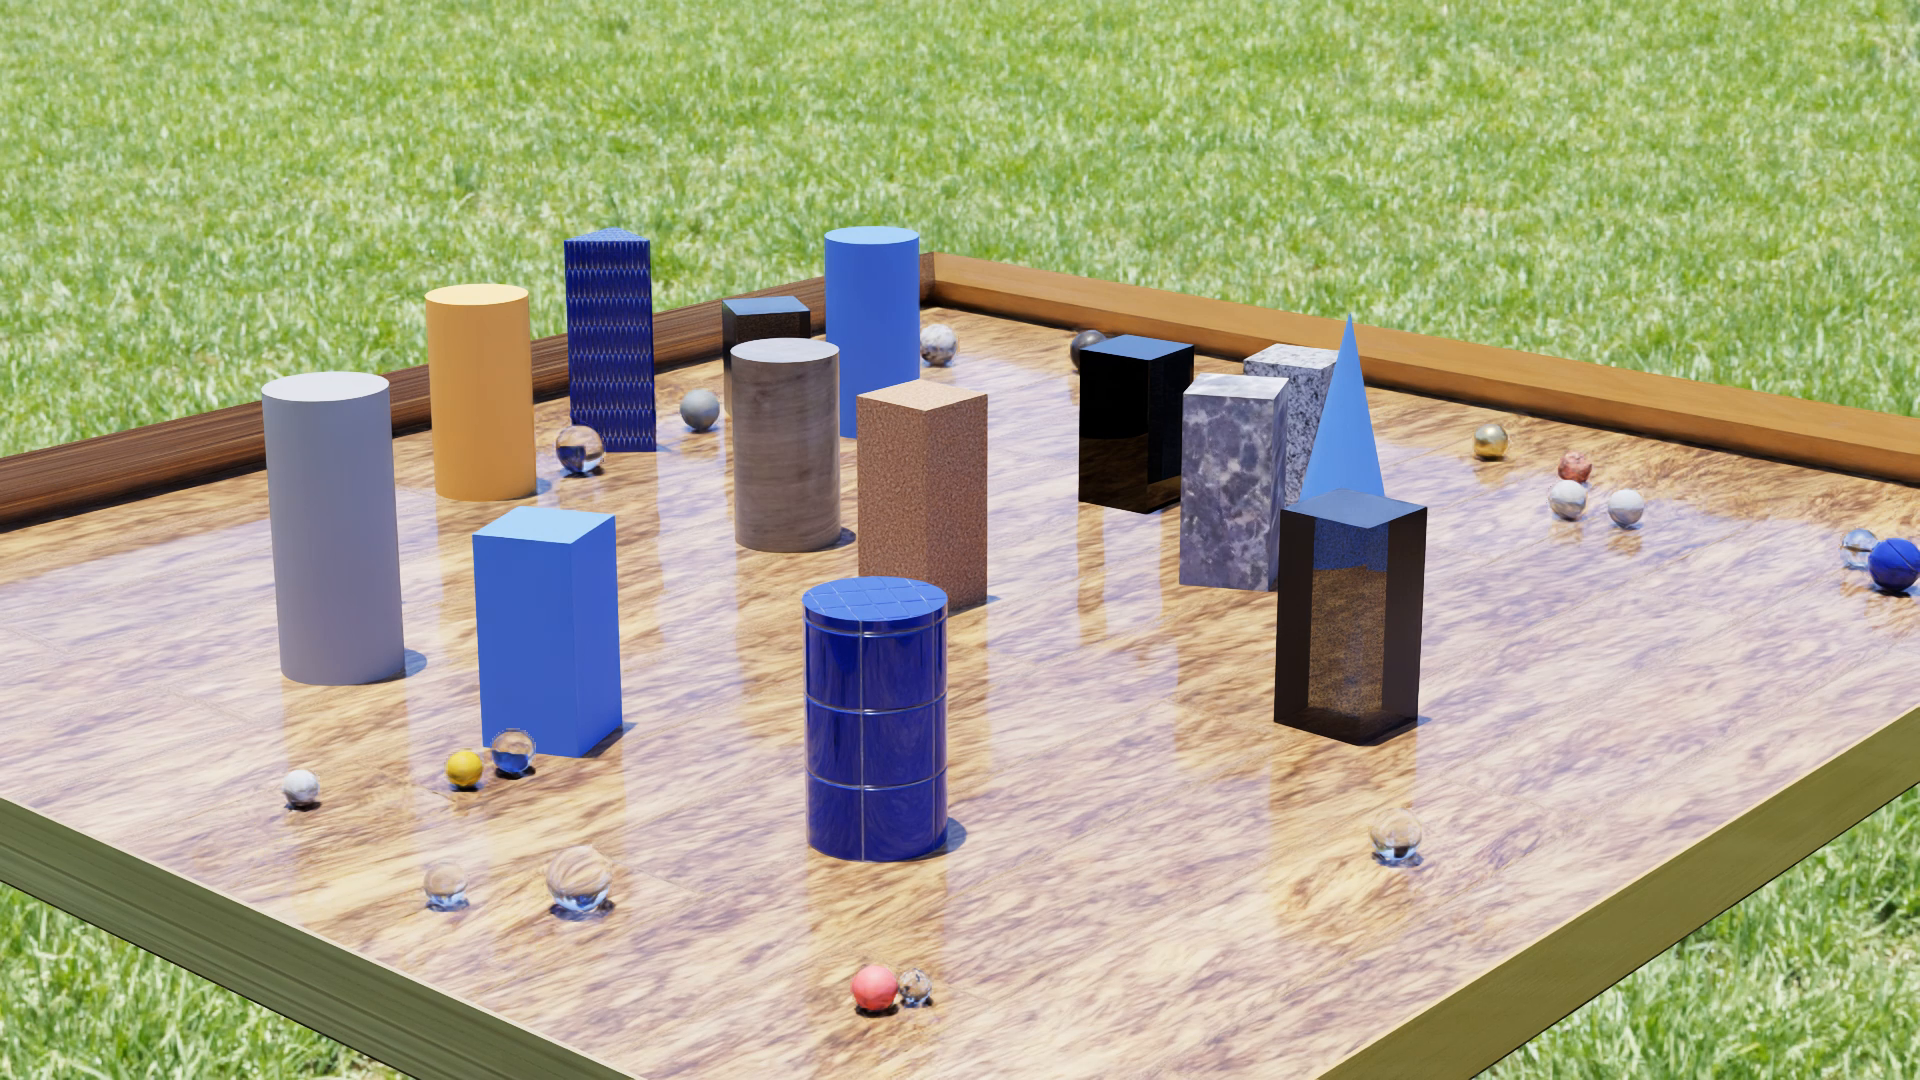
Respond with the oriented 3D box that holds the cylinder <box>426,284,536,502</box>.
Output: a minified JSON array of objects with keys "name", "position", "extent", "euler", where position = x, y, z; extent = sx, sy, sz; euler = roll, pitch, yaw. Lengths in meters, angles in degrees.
[{"name":"cylinder","position":[-0.936,-0.290,5.740],"extent":[0.198,0.390,0.198],"euler":[0,17,0]}]

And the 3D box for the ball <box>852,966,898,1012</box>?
[{"name":"ball","position":[-0.103,0.543,3.555],"extent":[0.055,0.055,0.055],"euler":[0,17,0]}]

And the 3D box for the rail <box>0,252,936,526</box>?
[{"name":"rail","position":[-1.226,-0.275,6.139],"extent":[0.045,0.129,3.589],"euler":[14,22,39]}]

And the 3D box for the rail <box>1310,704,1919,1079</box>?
[{"name":"rail","position":[1.226,0.339,4.101],"extent":[0.045,0.129,3.589],"euler":[14,22,39]}]

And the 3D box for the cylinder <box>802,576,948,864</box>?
[{"name":"cylinder","position":[-0.116,0.245,4.038],"extent":[0.198,0.347,0.198],"euler":[0,17,0]}]

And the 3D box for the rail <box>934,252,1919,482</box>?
[{"name":"rail","position":[1.161,-0.353,6.400],"extent":[3.293,0.129,0.045],"euler":[14,22,39]}]

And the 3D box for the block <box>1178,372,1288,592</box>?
[{"name":"block","position":[0.485,-0.104,5.194],"extent":[0.159,0.348,0.159],"euler":[5,17,15]}]

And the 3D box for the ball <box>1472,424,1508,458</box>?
[{"name":"ball","position":[1.086,-0.202,5.999],"extent":[0.072,0.072,0.072],"euler":[0,17,0]}]

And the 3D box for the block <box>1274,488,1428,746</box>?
[{"name":"block","position":[0.595,0.115,4.478],"extent":[0.159,0.343,0.159],"euler":[15,22,40]}]

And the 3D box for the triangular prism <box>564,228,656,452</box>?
[{"name":"triangular prism","position":[-0.715,-0.415,6.065],"extent":[0.172,0.442,0.149],"euler":[0,17,0]}]

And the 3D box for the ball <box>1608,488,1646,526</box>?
[{"name":"ball","position":[1.258,-0.062,5.539],"extent":[0.069,0.069,0.069],"euler":[0,17,0]}]

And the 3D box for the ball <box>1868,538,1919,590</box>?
[{"name":"ball","position":[1.643,0.042,5.151],"extent":[0.094,0.094,0.094],"euler":[0,17,0]}]

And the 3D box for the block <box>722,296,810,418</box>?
[{"name":"block","position":[-0.416,-0.385,6.310],"extent":[0.159,0.244,0.159],"euler":[-5,17,-15]}]

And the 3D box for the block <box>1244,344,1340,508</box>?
[{"name":"block","position":[0.647,-0.211,5.646],"extent":[0.159,0.293,0.159],"euler":[9,19,28]}]

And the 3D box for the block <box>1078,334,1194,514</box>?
[{"name":"block","position":[0.341,-0.225,5.676],"extent":[0.159,0.303,0.159],"euler":[12,21,35]}]

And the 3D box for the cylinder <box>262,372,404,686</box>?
[{"name":"cylinder","position":[-1.004,-0.019,4.707],"extent":[0.198,0.468,0.198],"euler":[0,17,0]}]

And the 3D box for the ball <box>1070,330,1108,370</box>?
[{"name":"ball","position":[0.300,-0.431,6.711],"extent":[0.099,0.099,0.099],"euler":[0,17,0]}]

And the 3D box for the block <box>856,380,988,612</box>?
[{"name":"block","position":[-0.064,-0.072,5.053],"extent":[0.159,0.369,0.159],"euler":[14,22,39]}]

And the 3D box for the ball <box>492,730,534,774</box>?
[{"name":"ball","position":[-0.658,0.311,4.311],"extent":[0.063,0.063,0.063],"euler":[0,17,0]}]

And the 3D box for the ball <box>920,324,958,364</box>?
[{"name":"ball","position":[-0.052,-0.453,6.795],"extent":[0.094,0.094,0.094],"euler":[0,17,0]}]

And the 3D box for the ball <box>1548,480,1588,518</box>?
[{"name":"ball","position":[1.158,-0.078,5.587],"extent":[0.073,0.073,0.073],"euler":[0,17,0]}]

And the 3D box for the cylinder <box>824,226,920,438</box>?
[{"name":"cylinder","position":[-0.184,-0.438,6.188],"extent":[0.198,0.416,0.198],"euler":[0,17,0]}]

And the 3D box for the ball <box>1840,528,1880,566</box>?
[{"name":"ball","position":[1.624,0.014,5.288],"extent":[0.069,0.069,0.069],"euler":[0,17,0]}]

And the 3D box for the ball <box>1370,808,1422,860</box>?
[{"name":"ball","position":[0.595,0.401,3.999],"extent":[0.071,0.071,0.071],"euler":[0,17,0]}]

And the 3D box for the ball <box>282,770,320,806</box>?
[{"name":"ball","position":[-0.941,0.354,4.186],"extent":[0.053,0.053,0.053],"euler":[0,17,0]}]

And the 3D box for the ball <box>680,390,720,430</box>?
[{"name":"ball","position":[-0.552,-0.278,6.229],"extent":[0.085,0.085,0.085],"euler":[0,17,0]}]

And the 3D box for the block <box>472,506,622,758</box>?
[{"name":"block","position":[-0.620,0.137,4.420],"extent":[0.159,0.335,0.159],"euler":[5,18,17]}]

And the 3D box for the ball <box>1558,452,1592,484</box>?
[{"name":"ball","position":[1.217,-0.142,5.810],"extent":[0.066,0.066,0.066],"euler":[0,17,0]}]

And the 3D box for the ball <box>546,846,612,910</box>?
[{"name":"ball","position":[-0.499,0.442,3.837],"extent":[0.086,0.086,0.086],"euler":[0,17,0]}]

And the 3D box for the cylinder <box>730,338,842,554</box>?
[{"name":"cylinder","position":[-0.320,-0.176,5.416],"extent":[0.198,0.359,0.198],"euler":[0,17,0]}]

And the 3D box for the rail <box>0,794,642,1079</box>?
[{"name":"rail","position":[-1.161,0.418,3.839],"extent":[3.293,0.129,0.045],"euler":[14,22,39]}]

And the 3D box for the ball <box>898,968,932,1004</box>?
[{"name":"ball","position":[-0.055,0.544,3.576],"extent":[0.042,0.042,0.042],"euler":[0,17,0]}]

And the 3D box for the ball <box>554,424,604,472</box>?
[{"name":"ball","position":[-0.766,-0.183,5.894],"extent":[0.097,0.097,0.097],"euler":[0,17,0]}]

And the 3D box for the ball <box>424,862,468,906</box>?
[{"name":"ball","position":[-0.677,0.452,3.854],"extent":[0.057,0.057,0.057],"euler":[0,17,0]}]

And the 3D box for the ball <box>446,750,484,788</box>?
[{"name":"ball","position":[-0.720,0.332,4.258],"extent":[0.054,0.054,0.054],"euler":[0,17,0]}]

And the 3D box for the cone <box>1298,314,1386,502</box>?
[{"name":"cone","position":[0.704,-0.202,5.356],"extent":[0.198,0.443,0.198],"euler":[0,17,0]}]
